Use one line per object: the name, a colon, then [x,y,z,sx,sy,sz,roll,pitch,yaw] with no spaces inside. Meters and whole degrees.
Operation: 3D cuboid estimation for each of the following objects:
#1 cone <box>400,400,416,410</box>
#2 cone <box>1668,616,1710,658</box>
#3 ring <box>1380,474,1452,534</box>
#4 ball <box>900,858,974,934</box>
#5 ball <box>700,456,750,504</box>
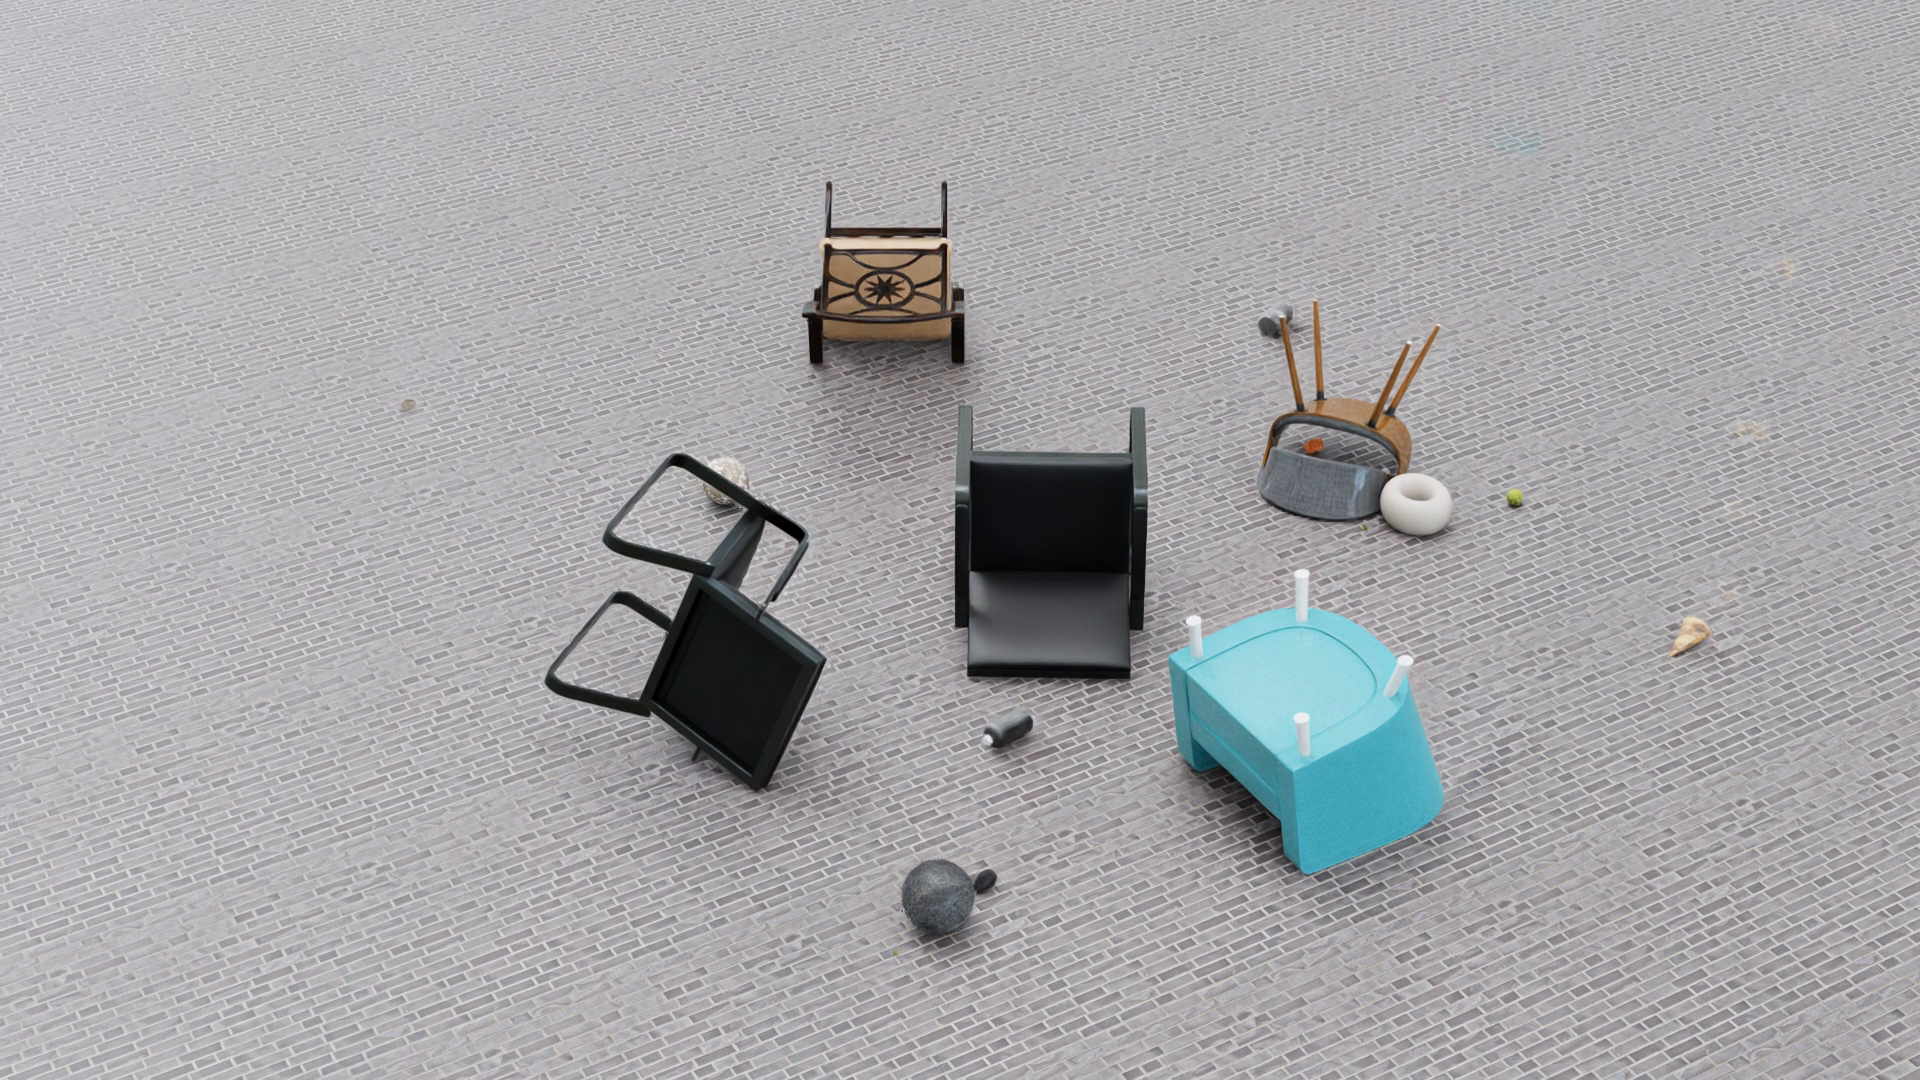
cone: [-2.219,-0.544,11.750,0.062,0.047,0.063,-11,14,-25]
cone: [2.550,0.362,10.351,0.181,0.098,0.112,-43,25,-23]
ring: [1.714,-0.134,11.019,0.259,0.144,0.284,-22,41,-27]
ball: [-0.068,1.101,9.065,0.229,0.229,0.229,0,33,0]
ball: [-0.891,-0.224,11.120,0.182,0.182,0.182,0,33,0]
